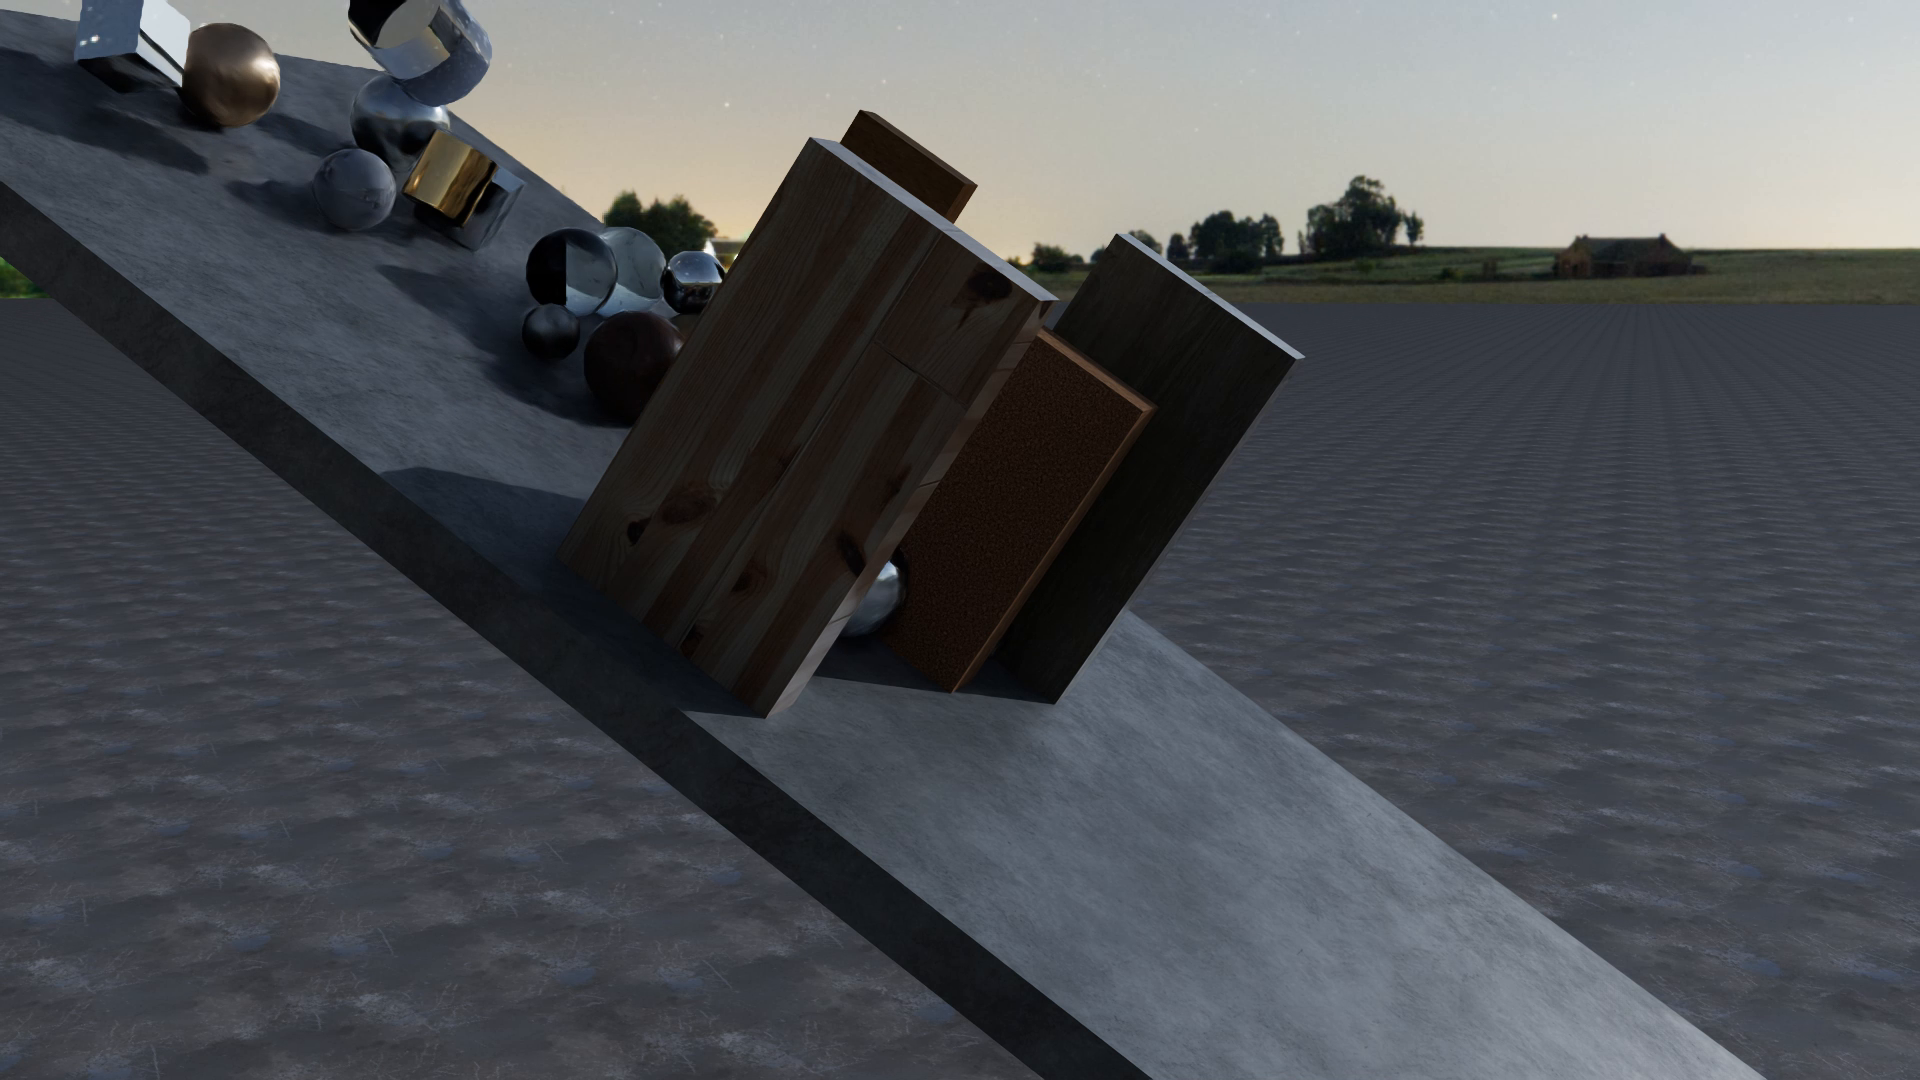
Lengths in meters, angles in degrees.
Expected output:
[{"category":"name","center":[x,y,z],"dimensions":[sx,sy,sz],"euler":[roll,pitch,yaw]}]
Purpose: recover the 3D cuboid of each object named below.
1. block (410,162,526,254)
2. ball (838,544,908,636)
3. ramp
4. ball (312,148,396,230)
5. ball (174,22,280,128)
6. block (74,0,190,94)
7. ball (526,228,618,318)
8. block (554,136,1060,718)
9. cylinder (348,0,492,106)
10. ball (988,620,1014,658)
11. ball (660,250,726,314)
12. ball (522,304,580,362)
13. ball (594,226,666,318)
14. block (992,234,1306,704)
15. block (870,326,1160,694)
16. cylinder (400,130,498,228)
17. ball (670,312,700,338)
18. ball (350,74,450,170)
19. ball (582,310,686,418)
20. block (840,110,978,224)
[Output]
[{"category":"block","center":[-1.002,-0.698,4.492],"dimensions":[0.148,0.148,0.148],"euler":[32,15,-8]},{"category":"ball","center":[-0.188,0.063,3.729],"dimensions":[0.203,0.203,0.203],"euler":[0,7,0]},{"category":"ramp","center":[-0.108,0.187,4.090],"dimensions":[4.000,0.100,2.000],"euler":[37,15,10]},{"category":"ball","center":[-1.127,-0.653,4.093],"dimensions":[0.152,0.152,0.152],"euler":[0,7,0]},{"category":"ball","center":[-1.391,-0.881,4.170],"dimensions":[0.195,0.195,0.195],"euler":[0,7,0]},{"category":"block","center":[-1.482,-0.894,3.940],"dimensions":[0.130,0.130,0.130],"euler":[-3,-17,16]},{"category":"ball","center":[-0.775,-0.534,4.395],"dimensions":[0.181,0.181,0.181],"euler":[0,7,0]},{"category":"block","center":[-0.237,-0.162,3.272],"dimensions":[0.415,0.751,0.112],"euler":[37,15,10]},{"category":"cylinder","center":[-1.011,-0.949,4.126],"dimensions":[0.194,0.194,0.194],"euler":[2,-21,18]},{"category":"ball","center":[0.037,0.155,4.050],"dimensions":[0.127,0.127,0.127],"euler":[0,7,0]},{"category":"ball","center":[-0.532,-0.513,4.400],"dimensions":[0.134,0.134,0.134],"euler":[0,7,0]},{"category":"ball","center":[-0.764,-0.388,4.110],"dimensions":[0.108,0.108,0.108],"euler":[0,7,0]},{"category":"ball","center":[-0.706,-0.554,4.572],"dimensions":[0.195,0.195,0.195],"euler":[0,7,0]},{"category":"block","center":[0.246,-0.130,4.098],"dimensions":[0.399,0.784,0.114],"euler":[37,15,10]},{"category":"block","center":[-0.007,-0.108,3.857],"dimensions":[0.433,0.603,0.128],"euler":[37,15,10]},{"category":"cylinder","center":[-0.999,-0.705,4.303],"dimensions":[0.138,0.138,0.138],"euler":[29,-5,3]},{"category":"ball","center":[-0.527,-0.356,4.349],"dimensions":[0.185,0.185,0.185],"euler":[0,7,0]},{"category":"ball","center":[-1.168,-0.873,4.589],"dimensions":[0.202,0.202,0.202],"euler":[0,7,0]},{"category":"ball","center":[-0.599,-0.327,4.086],"dimensions":[0.200,0.200,0.200],"euler":[0,7,0]},{"category":"block","center":[-0.256,-0.563,4.674],"dimensions":[0.277,0.638,0.094],"euler":[37,15,10]}]
